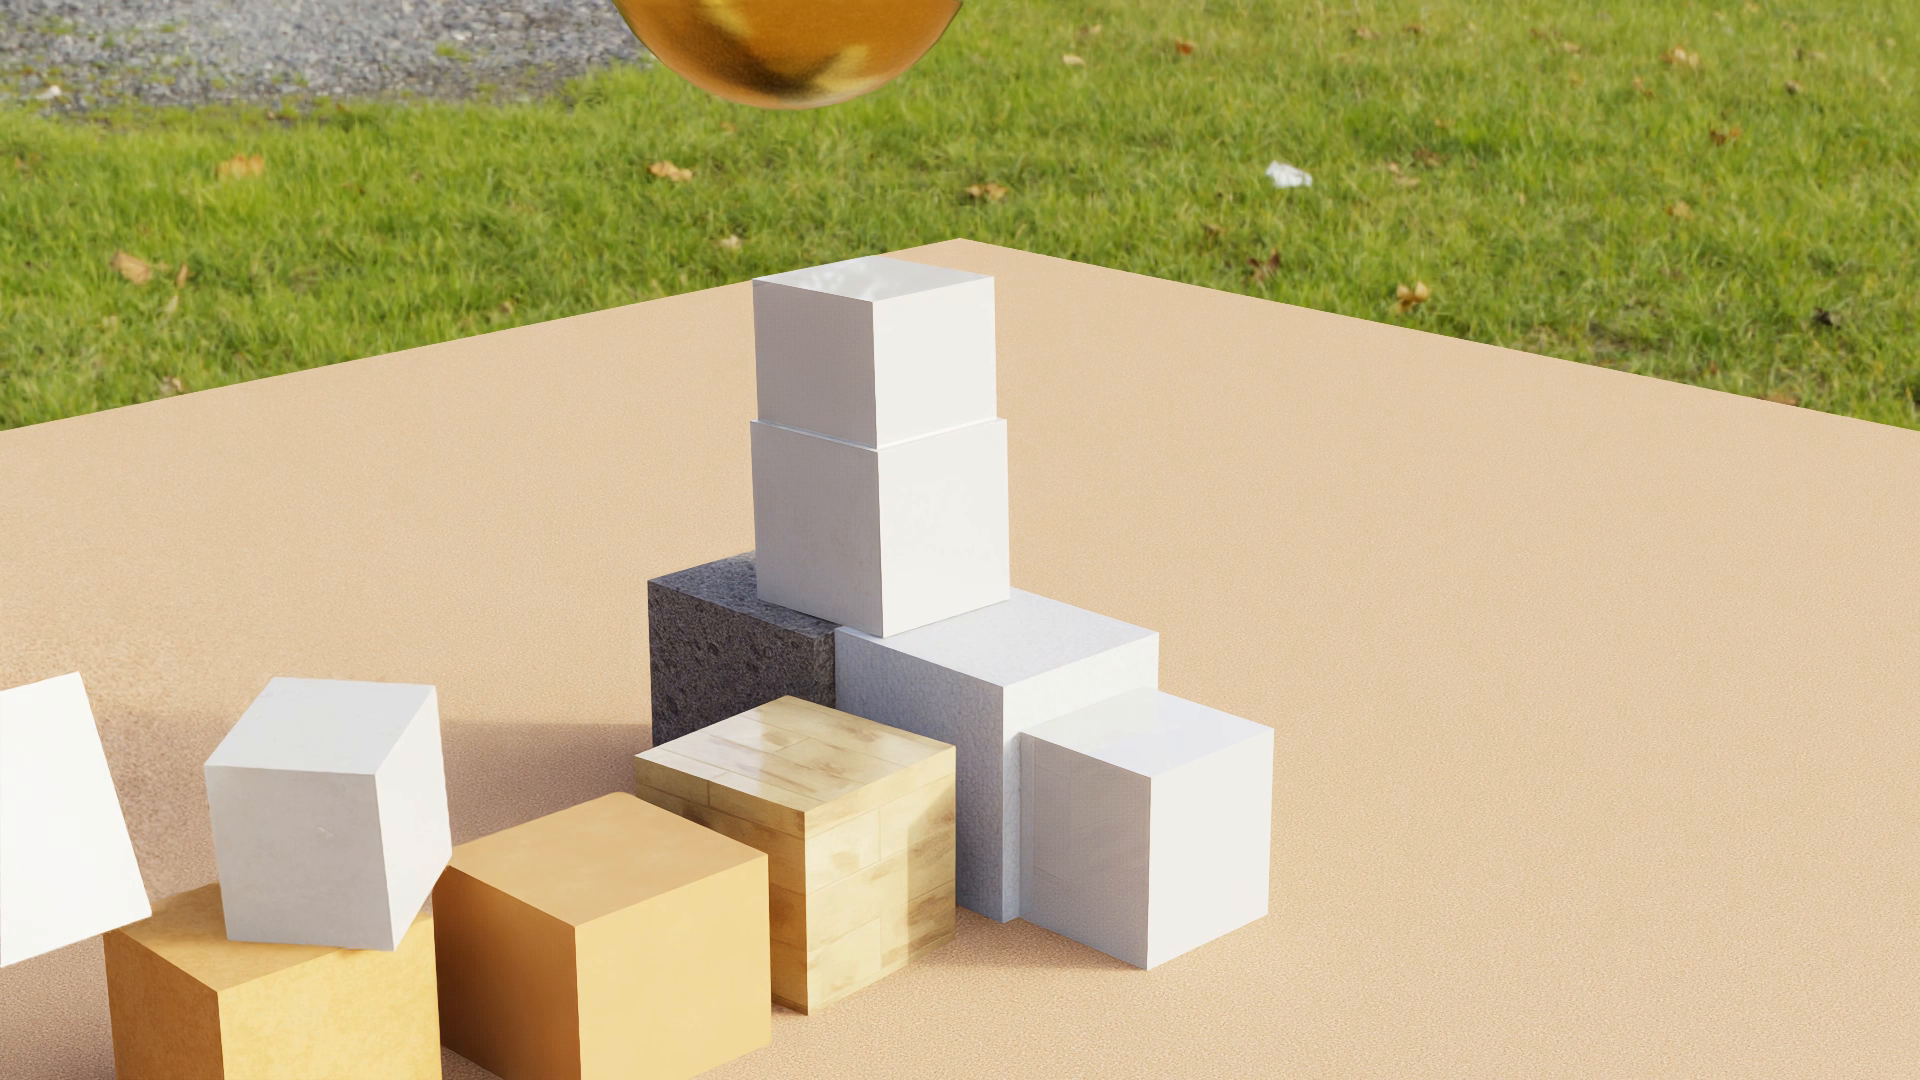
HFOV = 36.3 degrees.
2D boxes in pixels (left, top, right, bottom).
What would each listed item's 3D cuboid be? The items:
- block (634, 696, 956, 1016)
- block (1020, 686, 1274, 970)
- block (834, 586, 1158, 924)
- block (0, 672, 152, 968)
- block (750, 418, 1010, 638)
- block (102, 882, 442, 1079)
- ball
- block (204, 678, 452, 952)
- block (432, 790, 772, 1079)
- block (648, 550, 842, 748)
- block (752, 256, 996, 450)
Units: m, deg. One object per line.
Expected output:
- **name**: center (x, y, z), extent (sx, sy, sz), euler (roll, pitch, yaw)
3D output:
- **block**: center (-0.699, 1.329, 12.604), extent (0.976, 0.907, 0.951), euler (14, 22, 37)
- **block**: center (0.817, 1.249, 12.896), extent (0.807, 0.884, 0.756), euler (-17, 24, -42)
- **block**: center (0.165, 0.943, 13.489), extent (1.008, 1.113, 1.076), euler (-17, 24, -42)
- **block**: center (-3.528, 1.058, 10.141), extent (0.790, 0.890, 0.941), euler (-17, 0, 42)
- **block**: center (-0.370, -0.139, 13.653), extent (0.801, 0.863, 0.882), euler (-16, 22, -41)
- **block**: center (-2.600, 1.824, 11.128), extent (0.906, 0.848, 0.852), euler (-16, 23, -41)
- **ball**: center (-0.694, -2.540, 11.816), extent (1.600, 1.600, 1.600), euler (0, 17, 0)
- **block**: center (-2.340, 1.014, 10.940), extent (0.639, 0.735, 0.707), euler (2, 24, 8)
- **block**: center (-1.431, 1.642, 11.739), extent (0.958, 0.828, 0.934), euler (-17, 24, -42)
- **block**: center (-0.653, 0.712, 14.253), extent (1.214, 1.094, 1.189), euler (-17, 24, -42)
- **block**: center (-0.390, -0.876, 13.453), extent (0.747, 0.666, 0.817), euler (-16, 22, -42)
